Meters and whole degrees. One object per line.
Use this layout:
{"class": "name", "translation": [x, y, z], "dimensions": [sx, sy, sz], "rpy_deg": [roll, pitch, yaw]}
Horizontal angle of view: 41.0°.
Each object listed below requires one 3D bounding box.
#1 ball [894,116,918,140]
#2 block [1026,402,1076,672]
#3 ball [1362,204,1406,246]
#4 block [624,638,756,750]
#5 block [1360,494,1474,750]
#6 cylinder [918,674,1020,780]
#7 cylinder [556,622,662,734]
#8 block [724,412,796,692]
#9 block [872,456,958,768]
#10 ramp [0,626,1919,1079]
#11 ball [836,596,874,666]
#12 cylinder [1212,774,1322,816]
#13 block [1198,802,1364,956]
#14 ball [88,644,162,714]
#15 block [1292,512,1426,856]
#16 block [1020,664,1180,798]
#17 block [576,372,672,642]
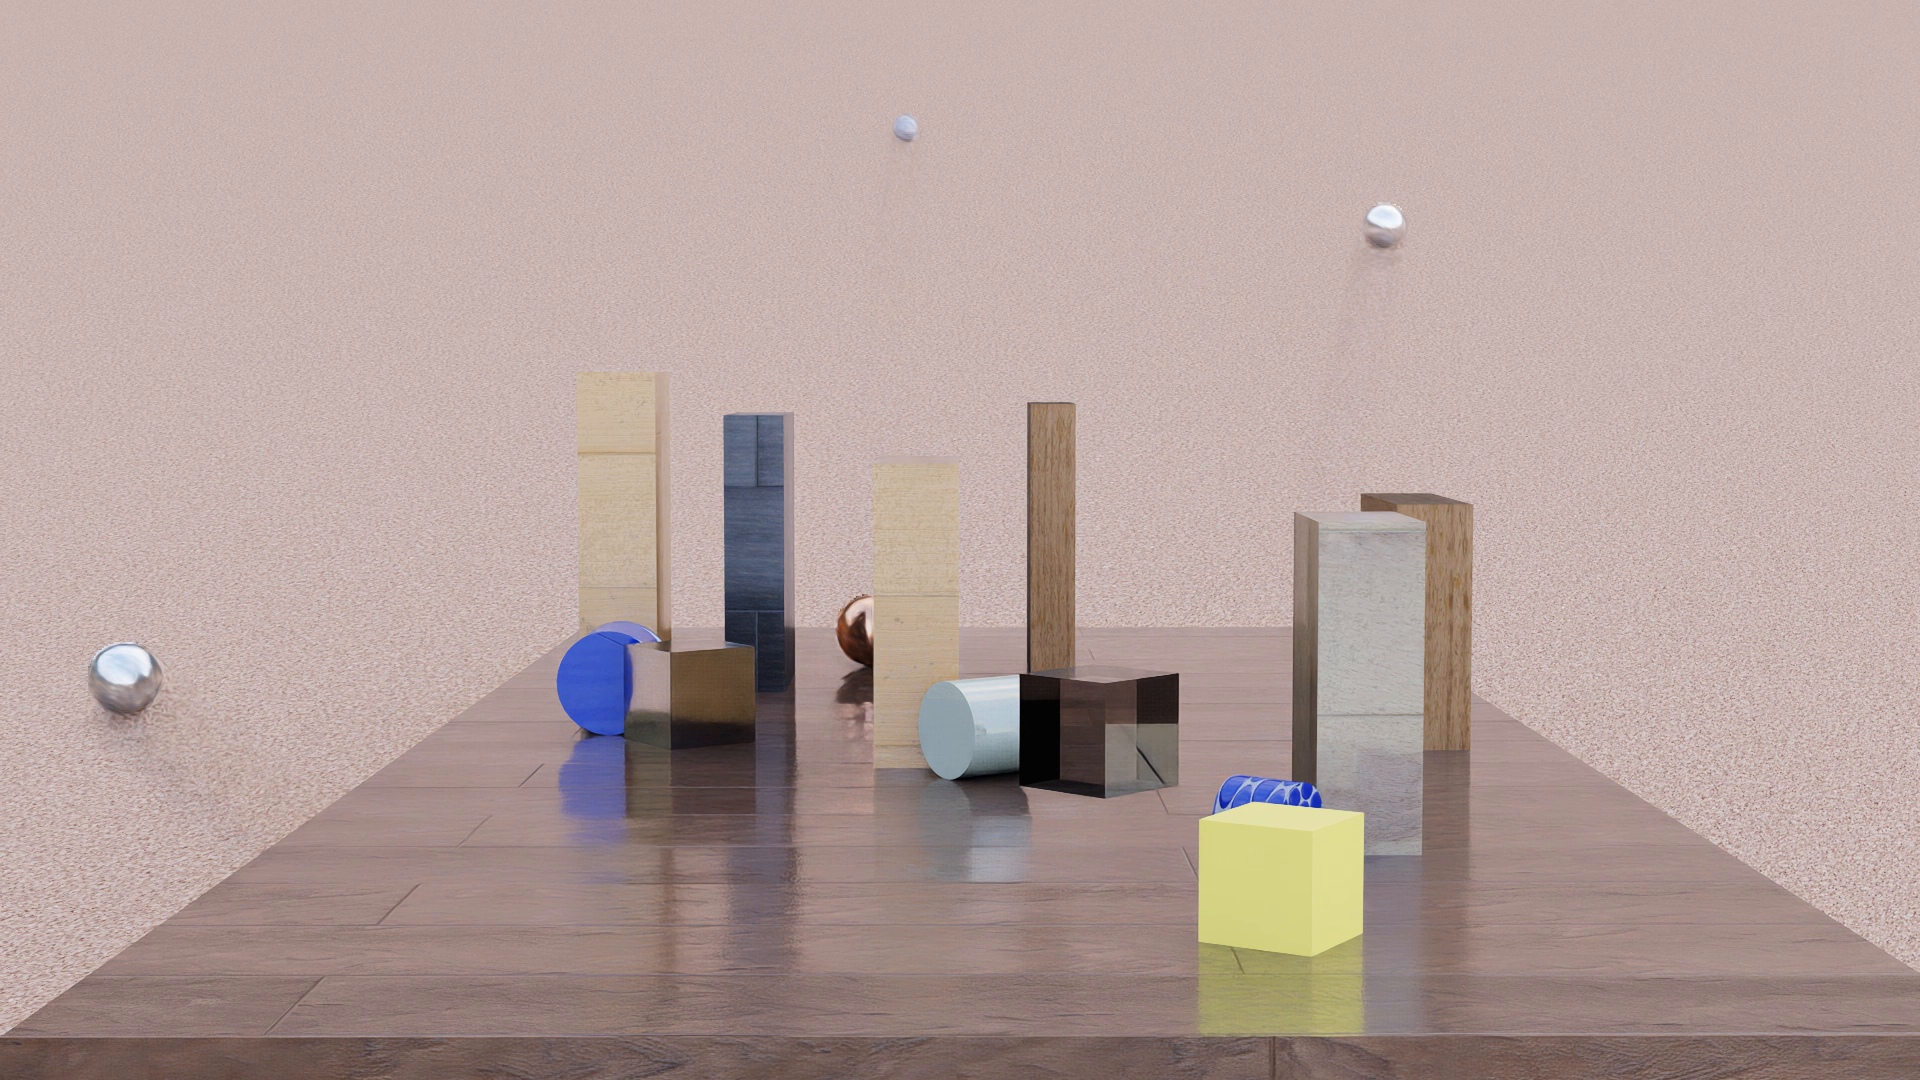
{"class": "ball", "translation": [-0.287, -2.163, 13.483], "dimensions": [0.129, 0.129, 0.129], "rpy_deg": [0, 19, 0]}
{"class": "block", "translation": [0.198, -0.008, 5.607], "dimensions": [0.095, 0.582, 0.288], "rpy_deg": [0, 4, 0]}
{"class": "ball", "translation": [1.832, -1.358, 11.087], "dimensions": [0.183, 0.183, 0.183], "rpy_deg": [0, 19, 0]}
{"class": "block", "translation": [-0.480, 0.271, 4.551], "dimensions": [0.170, 0.170, 0.170], "rpy_deg": [-3, 5, -35]}
{"class": "block", "translation": [0.815, 0.138, 4.615], "dimensions": [0.131, 0.425, 0.396], "rpy_deg": [0, 4, 0]}
{"class": "cylinder", "translation": [0.042, 0.303, 4.168], "dimensions": [0.158, 0.158, 0.158], "rpy_deg": [-3, 17, -36]}
{"class": "cylinder", "translation": [-0.632, 0.251, 4.707], "dimensions": [0.188, 0.188, 0.188], "rpy_deg": [0, 4, 0]}
{"class": "block", "translation": [-0.418, 0.017, 5.379], "dimensions": [0.122, 0.564, 0.338], "rpy_deg": [0, 4, 0]}
{"class": "block", "translation": [-0.072, 0.114, 4.398], "dimensions": [0.141, 0.503, 0.354], "rpy_deg": [0, 4, 0]}
{"class": "ramp", "translation": [0.045, 0.407, 4.538], "dimensions": [2.000, 0.100, 4.000], "rpy_deg": [0, 4, 0]}
{"class": "ball", "translation": [-0.196, 0.201, 5.683], "dimensions": [0.156, 0.156, 0.156], "rpy_deg": [0, 19, 0]}
{"class": "cylinder", "translation": [0.416, 0.375, 3.465], "dimensions": [0.107, 0.107, 0.107], "rpy_deg": [3, 17, 41]}
{"class": "block", "translation": [0.373, 0.391, 2.975], "dimensions": [0.142, 0.142, 0.142], "rpy_deg": [2, 5, 32]}
{"class": "ball", "translation": [-2.029, 0.336, 6.237], "dimensions": [0.170, 0.170, 0.170], "rpy_deg": [0, 19, 0]}
{"class": "block", "translation": [0.555, 0.193, 3.593], "dimensions": [0.144, 0.453, 0.254], "rpy_deg": [0, 4, 0]}
{"class": "block", "translation": [0.220, 0.300, 4.055], "dimensions": [0.179, 0.179, 0.179], "rpy_deg": [4, 5, 44]}
{"class": "block", "translation": [-0.639, 0.005, 4.908], "dimensions": [0.145, 0.652, 0.245], "rpy_deg": [0, 4, 0]}
